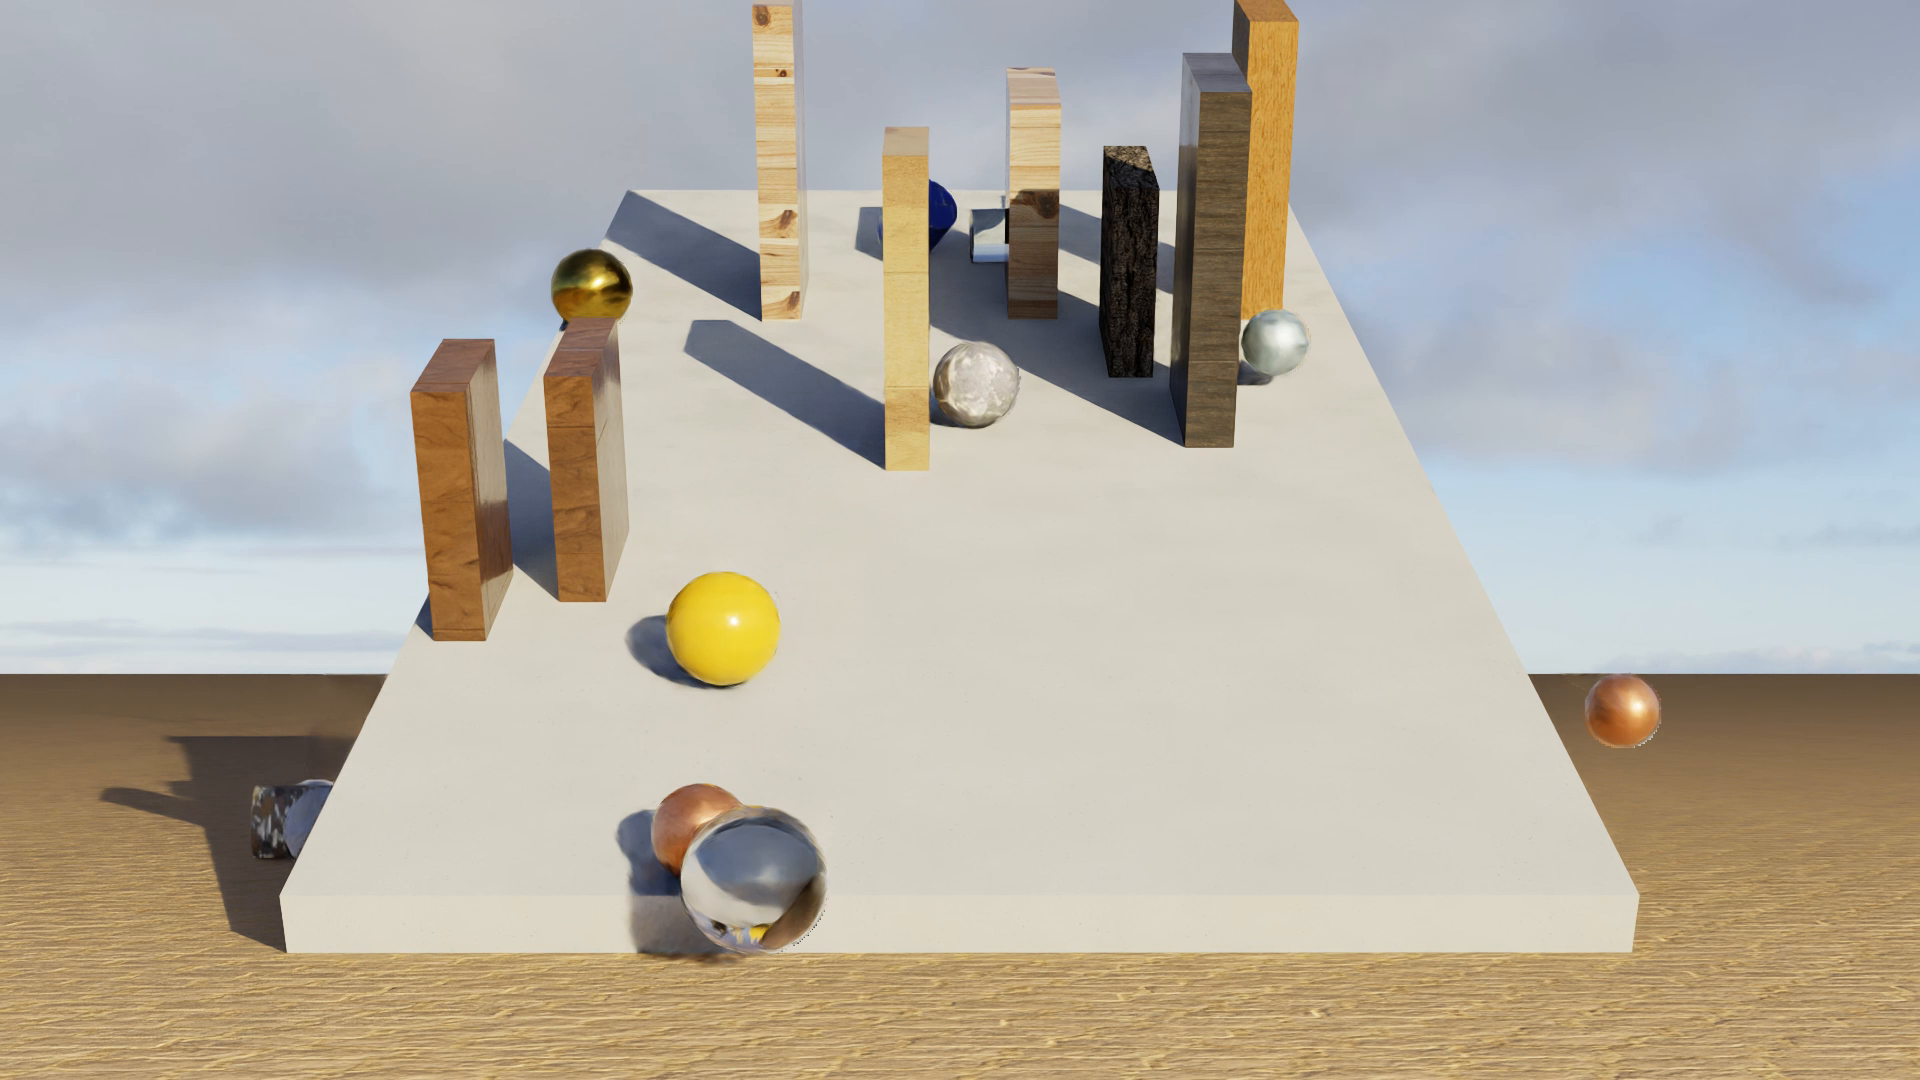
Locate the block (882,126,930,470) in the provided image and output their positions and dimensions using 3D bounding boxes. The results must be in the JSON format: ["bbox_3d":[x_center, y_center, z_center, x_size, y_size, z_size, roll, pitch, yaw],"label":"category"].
[{"bbox_3d":[-0.112,-0.512,4.934,0.093,0.685,0.252,0,23,0],"label":"block"}]

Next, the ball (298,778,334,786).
[{"bbox_3d":[-1.538,0.649,5.526,0.159,0.159,0.159,0,-3,0],"label":"ball"}]

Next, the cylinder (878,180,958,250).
[{"bbox_3d":[-0.116,-0.874,6.340,0.163,0.163,0.163,2,-29,-31],"label":"cylinder"}]

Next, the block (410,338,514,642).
[{"bbox_3d":[-0.903,-0.094,4.226,0.094,0.477,0.293,0,23,0],"label":"block"}]

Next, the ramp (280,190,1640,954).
[{"bbox_3d":[-0.008,-0.227,5.263,2.000,0.100,4.000,0,23,0],"label":"ramp"}]

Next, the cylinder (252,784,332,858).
[{"bbox_3d":[-1.490,0.628,5.180,0.162,0.162,0.162,1,-3,-10],"label":"cylinder"}]

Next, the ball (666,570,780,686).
[{"bbox_3d":[-0.410,0.153,4.010,0.199,0.199,0.199,0,-3,0],"label":"ball"}]

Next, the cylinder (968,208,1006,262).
[{"bbox_3d":[0.104,-0.836,6.361,0.147,0.147,0.147,-2,-3,-5],"label":"cylinder"}]

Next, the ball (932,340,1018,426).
[{"bbox_3d":[0.035,-0.350,5.181,0.191,0.191,0.191,0,-3,0],"label":"ball"}]

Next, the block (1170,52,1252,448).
[{"bbox_3d":[0.547,-0.641,5.109,0.107,0.785,0.396,0,23,0],"label":"block"}]

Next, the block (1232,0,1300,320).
[{"bbox_3d":[0.761,-0.975,5.918,0.119,0.756,0.343,0,23,0],"label":"block"}]

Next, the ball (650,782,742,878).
[{"bbox_3d":[-0.383,0.433,3.428,0.148,0.148,0.148,0,-3,0],"label":"ball"}]

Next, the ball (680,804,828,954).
[{"bbox_3d":[-0.289,0.477,3.258,0.208,0.208,0.208,0,-3,0],"label":"ball"}]

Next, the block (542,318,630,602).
[{"bbox_3d":[-0.707,-0.157,4.410,0.088,0.447,0.344,0,23,0],"label":"block"}]

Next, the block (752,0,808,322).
[{"bbox_3d":[-0.454,-0.995,5.908,0.097,0.795,0.383,0,23,0],"label":"block"}]

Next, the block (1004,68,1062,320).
[{"bbox_3d":[0.185,-0.904,6.010,0.125,0.551,0.447,0,23,0],"label":"block"}]

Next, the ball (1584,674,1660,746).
[{"bbox_3d":[1.270,0.326,4.449,0.138,0.138,0.138,0,-3,0],"label":"ball"}]

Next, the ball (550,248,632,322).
[{"bbox_3d":[-0.922,-0.627,5.798,0.205,0.205,0.205,0,-3,0],"label":"ball"}]

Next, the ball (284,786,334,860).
[{"bbox_3d":[-1.295,0.591,4.745,0.173,0.173,0.173,0,-3,0],"label":"ball"}]

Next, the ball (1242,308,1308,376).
[{"bbox_3d":[0.733,-0.461,5.397,0.155,0.155,0.155,0,-3,0],"label":"ball"}]

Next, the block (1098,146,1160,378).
[{"bbox_3d":[0.406,-0.678,5.603,0.104,0.459,0.409,0,23,0],"label":"block"}]
